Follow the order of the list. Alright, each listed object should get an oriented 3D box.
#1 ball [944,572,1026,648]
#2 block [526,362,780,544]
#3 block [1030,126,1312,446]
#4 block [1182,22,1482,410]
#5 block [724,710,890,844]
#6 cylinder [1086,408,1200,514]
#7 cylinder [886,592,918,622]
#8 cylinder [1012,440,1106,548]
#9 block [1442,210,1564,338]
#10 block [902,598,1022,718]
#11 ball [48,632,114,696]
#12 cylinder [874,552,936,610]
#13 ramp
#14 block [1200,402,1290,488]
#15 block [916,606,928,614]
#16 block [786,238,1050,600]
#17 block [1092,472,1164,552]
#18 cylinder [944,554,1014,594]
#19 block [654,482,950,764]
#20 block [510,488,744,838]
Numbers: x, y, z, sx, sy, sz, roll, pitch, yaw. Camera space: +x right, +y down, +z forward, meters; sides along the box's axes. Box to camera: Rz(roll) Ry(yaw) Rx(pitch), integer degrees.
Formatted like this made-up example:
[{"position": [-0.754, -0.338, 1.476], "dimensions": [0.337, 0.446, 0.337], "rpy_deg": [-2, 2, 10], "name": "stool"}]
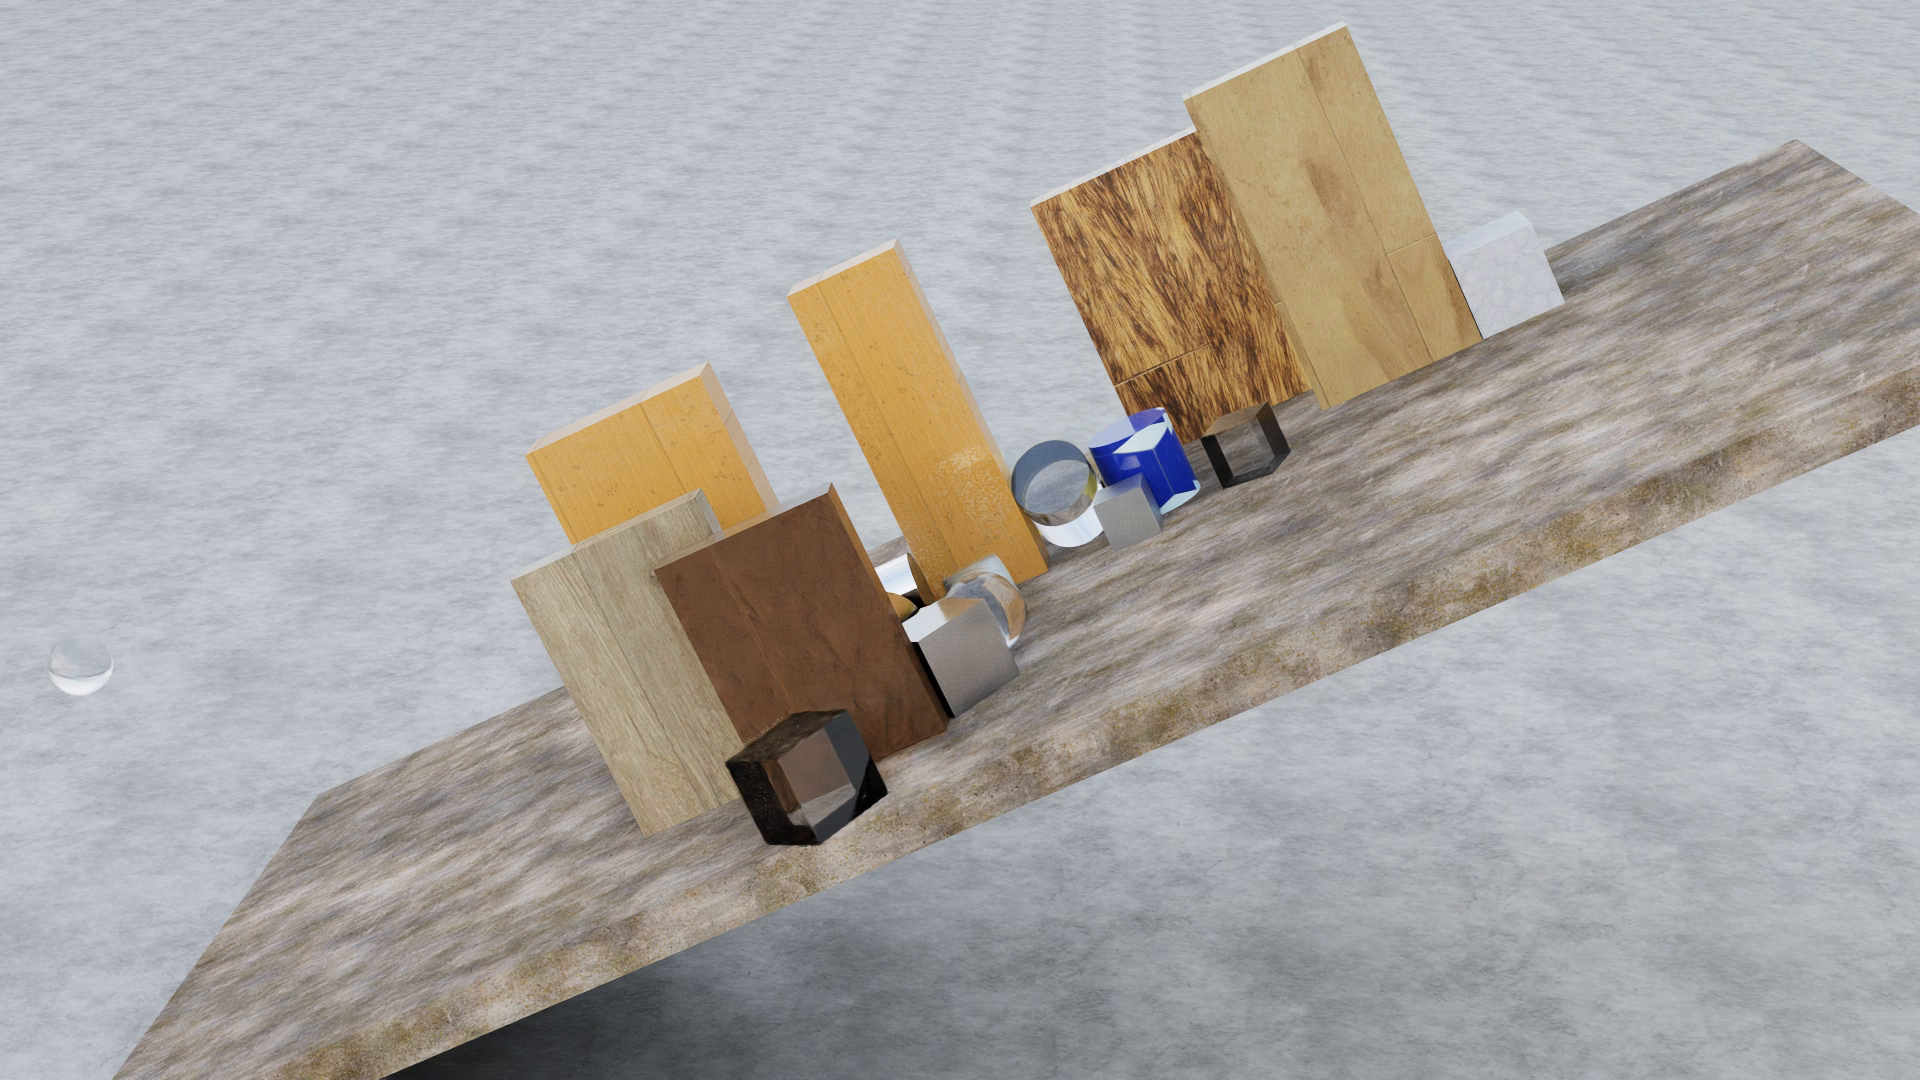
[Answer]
[{"position": [0.048, 0.150, 5.918], "dimensions": [0.172, 0.172, 0.172], "rpy_deg": [0, 16, 0], "name": "ball"}, {"position": [-0.547, 0.054, 6.143], "dimensions": [0.402, 0.746, 0.141], "rpy_deg": [-24, 13, 9], "name": "block"}, {"position": [0.493, -0.570, 6.800], "dimensions": [0.422, 0.655, 0.101], "rpy_deg": [-24, 13, 9], "name": "block"}, {"position": [0.823, -0.711, 6.494], "dimensions": [0.384, 0.760, 0.104], "rpy_deg": [-24, 13, 9], "name": "block"}, {"position": [-0.282, 0.437, 5.414], "dimensions": [0.179, 0.179, 0.179], "rpy_deg": [-35, 16, -34], "name": "block"}, {"position": [0.402, -0.163, 6.429], "dimensions": [0.188, 0.188, 0.188], "rpy_deg": [-25, 13, 6], "name": "cylinder"}, {"position": [-0.174, 0.219, 6.068], "dimensions": [0.173, 0.173, 0.173], "rpy_deg": [5, 23, 16], "name": "cylinder"}, {"position": [0.221, -0.100, 6.392], "dimensions": [0.176, 0.176, 0.176], "rpy_deg": [7, -21, 23], "name": "cylinder"}, {"position": [1.207, -0.594, 6.566], "dimensions": [0.194, 0.194, 0.194], "rpy_deg": [-24, 13, 8], "name": "block"}, {"position": [-0.023, 0.229, 5.749], "dimensions": [0.170, 0.170, 0.170], "rpy_deg": [-33, 15, -26], "name": "block"}, {"position": [-2.564, 0.363, 8.572], "dimensions": [0.184, 0.184, 0.184], "rpy_deg": [0, 16, 0], "name": "ball"}, {"position": [-0.158, 0.151, 6.266], "dimensions": [0.189, 0.189, 0.189], "rpy_deg": [-24, 14, 7], "name": "cylinder"}, {"position": [0.135, 0.169, 6.282], "dimensions": [4.000, 0.100, 2.000], "rpy_deg": [-24, 13, 9], "name": "ramp"}, {"position": [0.615, -0.204, 6.329], "dimensions": [0.124, 0.124, 0.124], "rpy_deg": [-18, 15, 32], "name": "block"}, {"position": [-0.030, 0.191, 6.051], "dimensions": [0.105, 0.105, 0.105], "rpy_deg": [-20, 14, 24], "name": "block"}, {"position": [-0.085, -0.241, 6.347], "dimensions": [0.251, 0.777, 0.127], "rpy_deg": [-24, 13, 9], "name": "block"}, {"position": [0.359, -0.059, 6.277], "dimensions": [0.112, 0.112, 0.112], "rpy_deg": [-23, 13, 12], "name": "block"}, {"position": [0.046, 0.110, 6.194], "dimensions": [0.120, 0.120, 0.120], "rpy_deg": [-28, 22, -9], "name": "cylinder"}, {"position": [-0.299, 0.201, 5.603], "dimensions": [0.365, 0.520, 0.082], "rpy_deg": [-24, 13, 9], "name": "block"}, {"position": [-0.565, 0.245, 5.793], "dimensions": [0.405, 0.585, 0.081], "rpy_deg": [-24, 13, 9], "name": "block"}]
